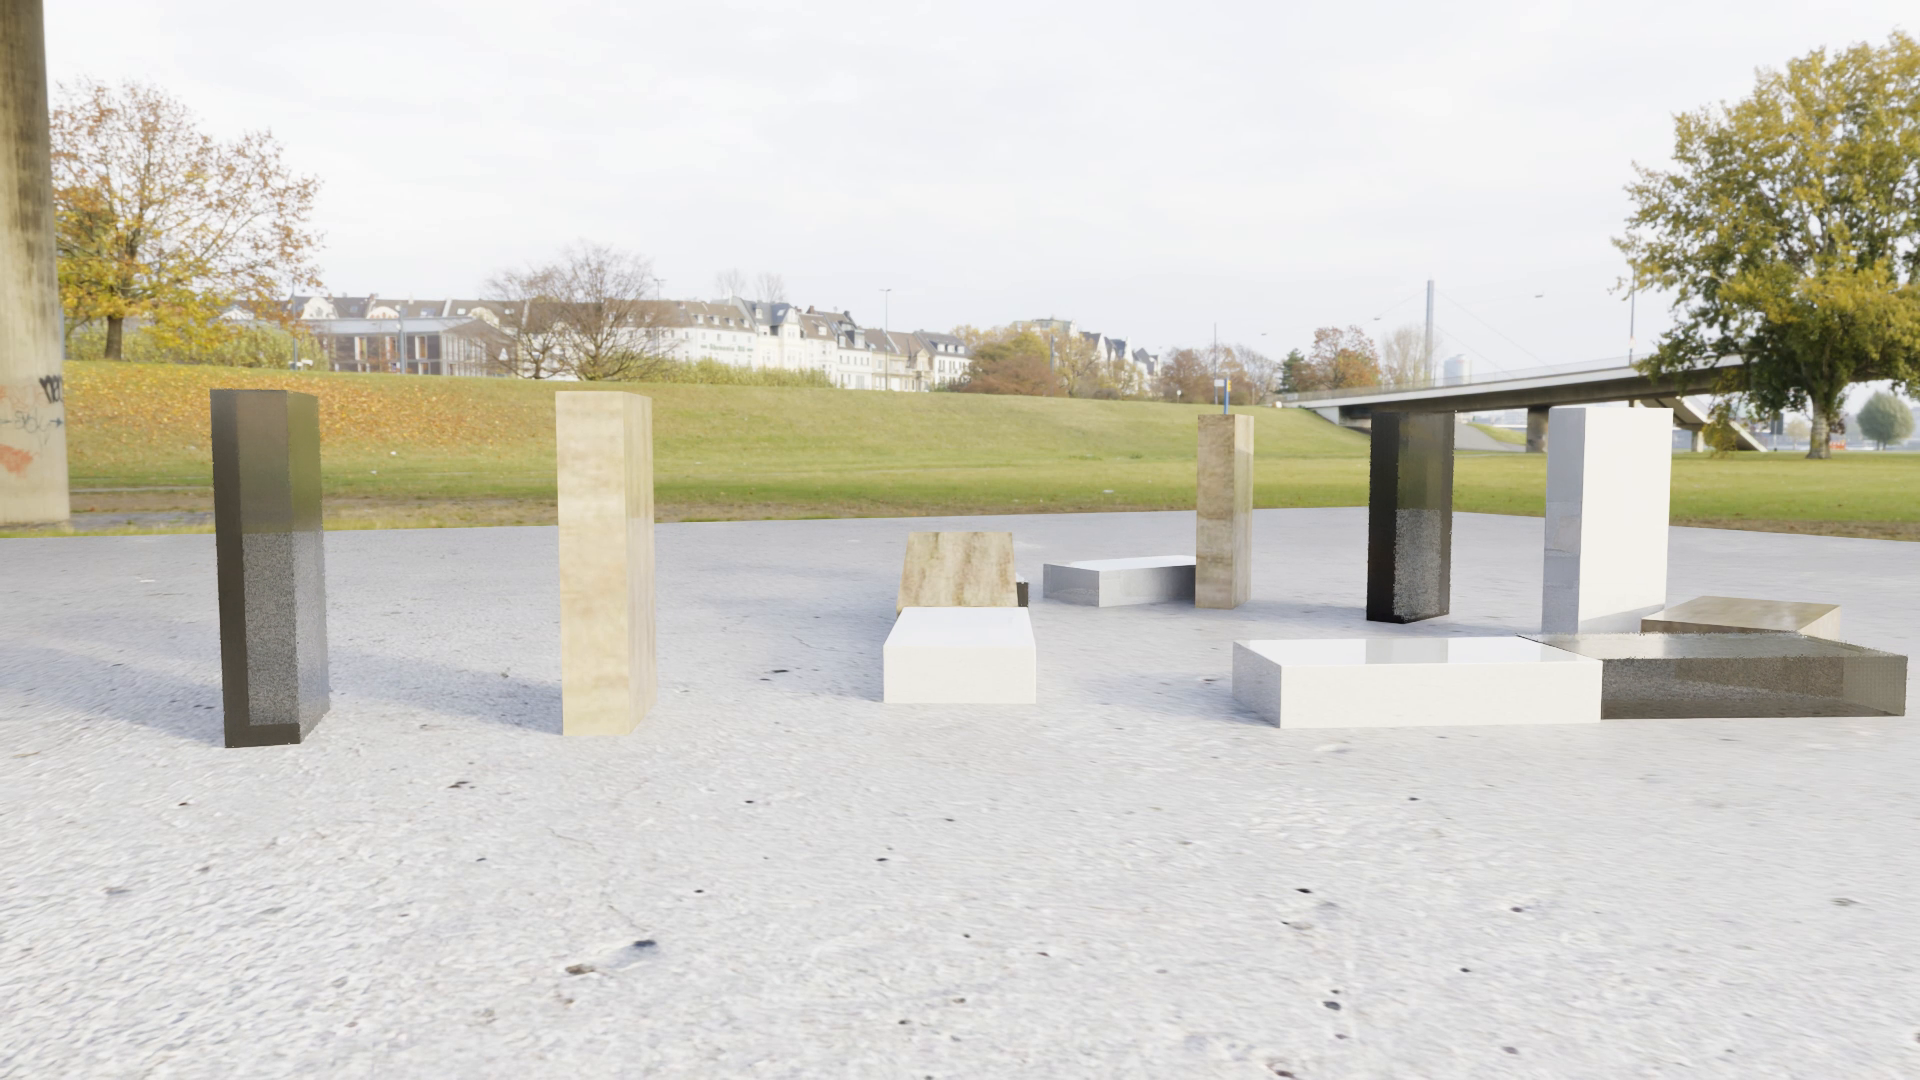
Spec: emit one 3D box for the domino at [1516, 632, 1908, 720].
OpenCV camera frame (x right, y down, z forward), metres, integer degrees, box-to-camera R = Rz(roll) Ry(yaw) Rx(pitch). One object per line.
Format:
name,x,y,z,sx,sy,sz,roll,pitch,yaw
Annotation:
domino,0.122,0.022,0.211,0.050,0.009,0.025,0,4,-3

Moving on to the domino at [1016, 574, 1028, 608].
domino,0.002,0.013,0.332,0.025,0.009,0.050,0,4,-5

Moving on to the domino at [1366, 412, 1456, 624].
domino,0.110,-0.006,0.313,0.009,0.050,0.025,4,6,44

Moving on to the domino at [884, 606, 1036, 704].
domino,0.000,0.020,0.235,0.025,0.009,0.050,0,4,1

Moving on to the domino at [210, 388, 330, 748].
domino,-0.102,0.003,0.191,0.010,0.050,0.025,-1,4,-17

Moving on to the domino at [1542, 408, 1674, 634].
domino,0.138,-0.003,0.274,0.025,0.050,0.010,-2,5,-22

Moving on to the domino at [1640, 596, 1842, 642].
domino,0.155,0.019,0.253,0.025,0.009,0.050,4,6,42

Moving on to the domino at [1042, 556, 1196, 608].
domino,0.051,0.011,0.358,0.050,0.010,0.025,-3,5,-32

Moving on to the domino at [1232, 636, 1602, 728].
domino,0.072,0.022,0.206,0.050,0.009,0.025,0,4,-5

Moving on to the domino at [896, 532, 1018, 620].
domino,0.000,0.010,0.289,0.025,0.009,0.050,0,18,1

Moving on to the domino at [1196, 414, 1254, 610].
domino,0.070,-0.008,0.341,0.009,0.050,0.025,2,5,24

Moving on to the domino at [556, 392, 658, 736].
domino,-0.054,0.003,0.198,0.009,0.050,0.025,0,4,-4
